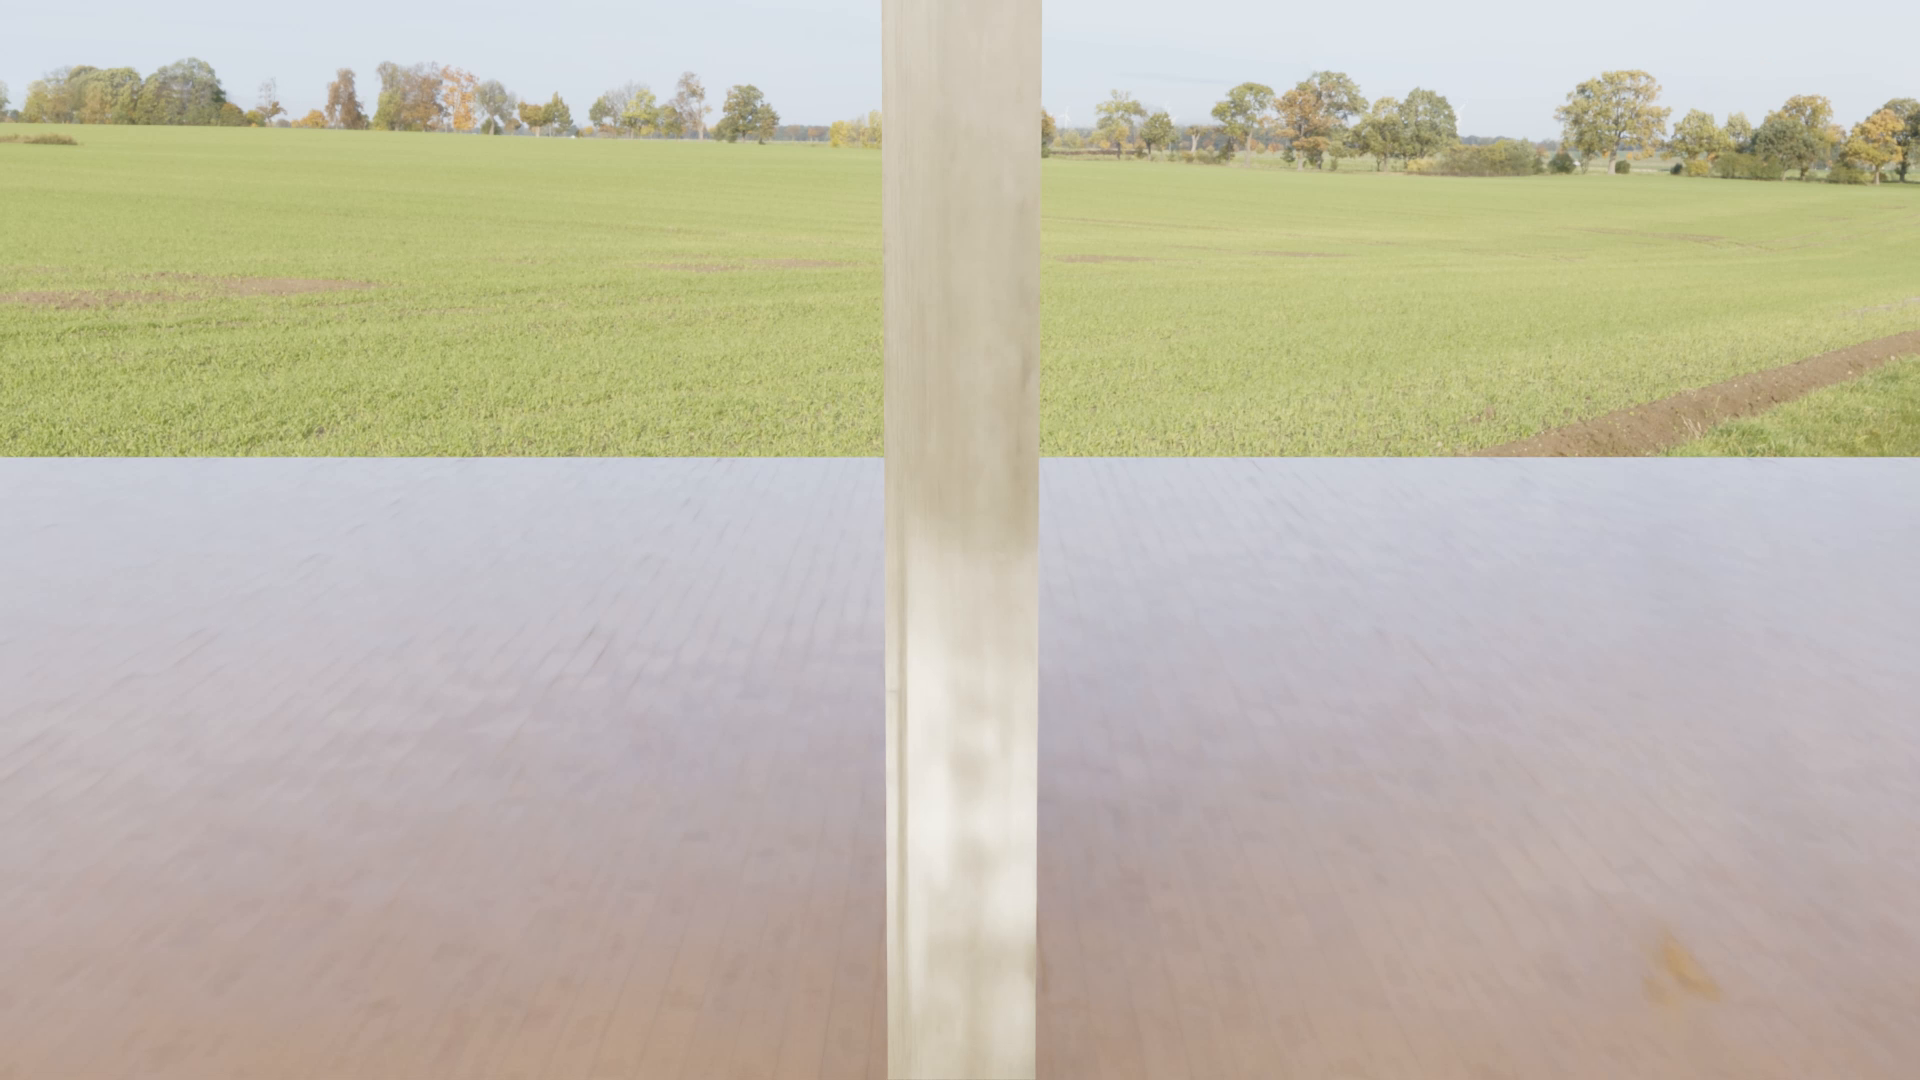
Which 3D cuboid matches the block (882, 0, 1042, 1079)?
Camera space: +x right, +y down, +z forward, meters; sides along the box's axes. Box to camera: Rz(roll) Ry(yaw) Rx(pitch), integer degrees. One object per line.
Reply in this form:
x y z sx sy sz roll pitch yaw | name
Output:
0.002 0.063 2.504 0.173 1.461 0.049 0 11 0 | block
